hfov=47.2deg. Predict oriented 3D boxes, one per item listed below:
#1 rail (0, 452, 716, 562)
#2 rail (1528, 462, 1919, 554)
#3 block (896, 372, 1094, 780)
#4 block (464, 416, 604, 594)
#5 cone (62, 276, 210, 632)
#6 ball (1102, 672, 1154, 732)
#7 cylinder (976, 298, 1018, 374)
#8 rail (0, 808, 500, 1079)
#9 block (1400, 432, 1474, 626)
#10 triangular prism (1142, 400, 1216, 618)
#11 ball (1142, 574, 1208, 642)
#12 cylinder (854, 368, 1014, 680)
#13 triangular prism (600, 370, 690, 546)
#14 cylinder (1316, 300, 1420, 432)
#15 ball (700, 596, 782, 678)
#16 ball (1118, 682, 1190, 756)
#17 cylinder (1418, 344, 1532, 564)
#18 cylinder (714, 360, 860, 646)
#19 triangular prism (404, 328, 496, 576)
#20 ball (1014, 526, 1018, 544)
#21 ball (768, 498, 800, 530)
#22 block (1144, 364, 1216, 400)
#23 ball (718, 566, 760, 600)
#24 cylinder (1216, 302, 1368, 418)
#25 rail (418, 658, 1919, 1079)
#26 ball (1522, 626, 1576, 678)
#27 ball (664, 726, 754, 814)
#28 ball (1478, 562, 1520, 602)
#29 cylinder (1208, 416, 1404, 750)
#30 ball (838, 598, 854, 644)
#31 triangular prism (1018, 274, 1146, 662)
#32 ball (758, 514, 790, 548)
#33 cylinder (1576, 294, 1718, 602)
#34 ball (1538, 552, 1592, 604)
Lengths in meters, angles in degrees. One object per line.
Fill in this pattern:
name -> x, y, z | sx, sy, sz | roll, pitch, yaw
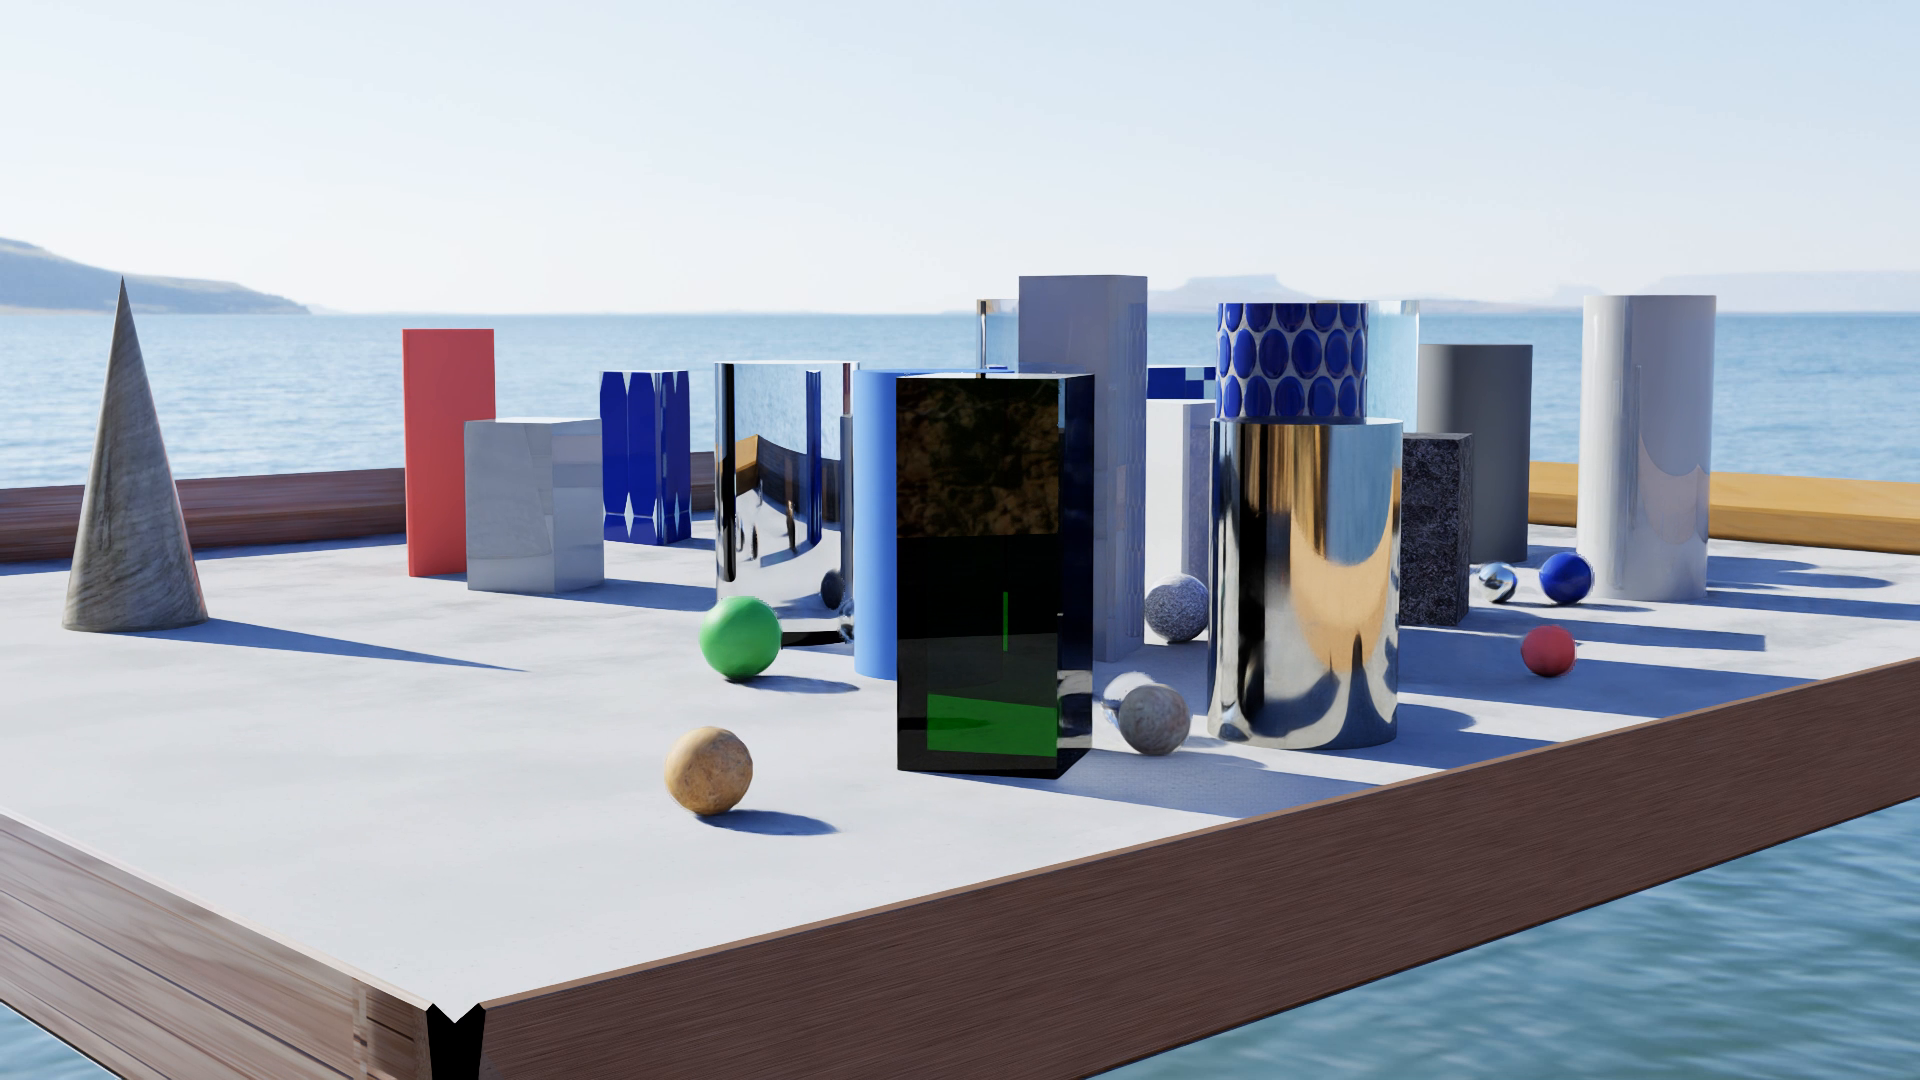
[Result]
rail -> -1.050, -0.084, 4.464 | 3.528, 0.129, 0.045 | -5, 8, -42
rail -> 1.279, -0.089, 4.506 | 0.045, 0.129, 3.144 | -5, 8, -42
block -> 0.037, 0.029, 2.174 | 0.159, 0.381, 0.159 | 2, 6, 16
block -> -0.686, -0.059, 3.553 | 0.159, 0.270, 0.159 | 2, 6, 20
cone -> -1.181, -0.128, 3.126 | 0.199, 0.497, 0.199 | 0, 6, 0
ball -> 0.182, 0.172, 2.318 | 0.066, 0.066, 0.066 | 0, 6, 0
cylinder -> 0.125, -0.163, 3.614 | 0.199, 0.463, 0.199 | 0, 6, 0
rail -> -1.279, 0.156, 2.158 | 0.045, 0.129, 3.144 | -5, 8, -42
block -> 0.654, -0.020, 3.205 | 0.159, 0.265, 0.159 | 2, 6, 20
triangular prism -> 0.306, -0.044, 3.194 | 0.149, 0.315, 0.173 | 4, 7, 36
ball -> 0.293, 0.091, 2.961 | 0.094, 0.094, 0.094 | 0, 6, 0
cylinder -> -0.032, -0.024, 2.724 | 0.199, 0.371, 0.199 | 0, 6, 0
triangular prism -> -0.584, -0.164, 4.272 | 0.173, 0.329, 0.149 | 5, 8, 42
cylinder -> 0.785, -0.231, 4.264 | 0.199, 0.464, 0.199 | 0, 6, 0
ball -> -0.267, 0.119, 2.672 | 0.099, 0.099, 0.099 | 0, 6, 0
ball -> 0.195, 0.180, 2.212 | 0.073, 0.073, 0.073 | 0, 6, 0
cylinder -> 0.923, -0.159, 3.959 | 0.199, 0.385, 0.199 | 0, 6, 0
cylinder -> -0.235, -0.055, 3.008 | 0.199, 0.376, 0.199 | 0, 6, 0
triangular prism -> -0.912, -0.156, 3.784 | 0.173, 0.414, 0.149 | -6, 8, -44
ball -> 0.130, -0.009, 4.086 | 0.059, 0.059, 0.059 | 0, 6, 0
ball -> -0.358, -0.054, 4.486 | 0.066, 0.066, 0.066 | 0, 6, 0
block -> 0.365, -0.150, 4.079 | 0.159, 0.343, 0.159 | -3, 7, -30
ball -> -0.332, 0.071, 3.309 | 0.062, 0.062, 0.062 | 0, 6, 0
cylinder -> 0.439, -0.086, 2.925 | 0.199, 0.455, 0.199 | 0, 6, 0
rail -> 1.050, 0.152, 2.200 | 3.528, 0.129, 0.045 | -5, 8, -42
ball -> 0.718, 0.136, 2.683 | 0.064, 0.064, 0.064 | 0, 6, 0
ball -> -0.223, 0.204, 1.951 | 0.078, 0.078, 0.078 | 0, 6, 0
ball -> 0.825, 0.065, 3.368 | 0.062, 0.062, 0.062 | 0, 6, 0
cylinder -> 0.362, 0.039, 2.317 | 0.199, 0.331, 0.199 | 0, 6, 0
ball -> -0.130, 0.109, 2.934 | 0.065, 0.065, 0.065 | 0, 6, 0
triangular prism -> 0.190, -0.100, 2.883 | 0.149, 0.490, 0.173 | -5, 8, -42
ball -> -0.351, -0.017, 4.159 | 0.061, 0.061, 0.061 | 0, 6, 0
cylinder -> 1.077, -0.149, 3.458 | 0.199, 0.469, 0.199 | 0, 6, 0
ball -> 0.922, 0.059, 3.346 | 0.079, 0.079, 0.079 | 0, 6, 0
